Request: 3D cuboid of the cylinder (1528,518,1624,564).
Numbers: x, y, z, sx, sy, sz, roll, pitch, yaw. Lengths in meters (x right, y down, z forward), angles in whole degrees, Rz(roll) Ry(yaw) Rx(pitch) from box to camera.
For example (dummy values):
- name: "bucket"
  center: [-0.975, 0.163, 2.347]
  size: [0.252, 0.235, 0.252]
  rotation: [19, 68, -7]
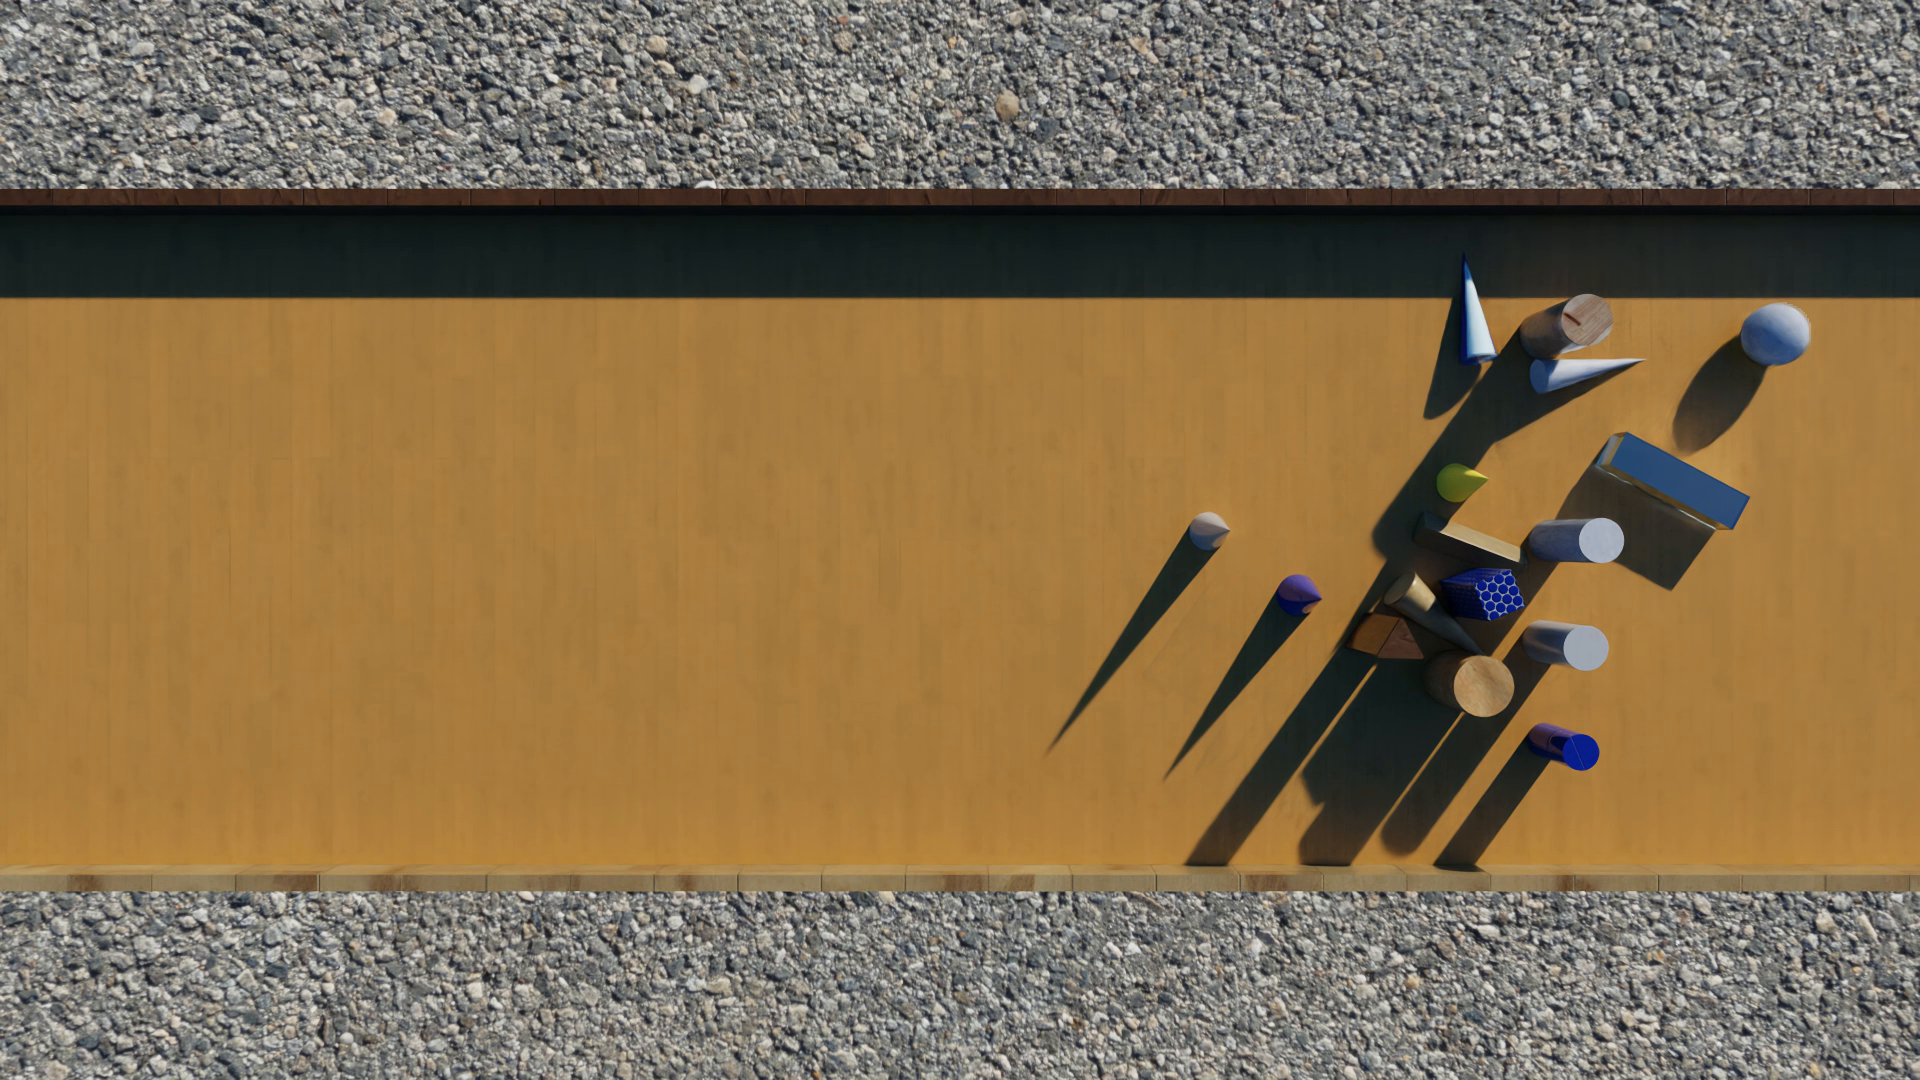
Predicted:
- name: "cylinder"
  center: [1.815, 0.002, 4.871]
  size: [0.128, 0.411, 0.128]
  rotation: [0, 90, 0]

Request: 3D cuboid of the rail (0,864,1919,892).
- name: "rail"
  center: [-2.247, 1.025, 5.001]
  size: [12.000, 0.150, 0.050]
  rotation: [0, 90, 0]

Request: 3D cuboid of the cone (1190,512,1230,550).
- name: "cone"
  center: [0.764, -0.027, 4.869]
  size: [0.118, 0.415, 0.118]
  rotation: [0, 90, 0]

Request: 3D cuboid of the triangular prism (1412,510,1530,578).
- name: "triangular prism"
  center: [1.564, 0.017, 5.032]
  size: [0.338, 0.085, 0.098]
  rotation: [21, 90, 0]

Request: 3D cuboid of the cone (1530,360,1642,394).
- name: "cone"
  center: [1.939, -0.526, 5.050]
  size: [0.361, 0.106, 0.106]
  rotation: [-10, 90, -8]

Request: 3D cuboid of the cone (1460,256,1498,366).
- name: "cone"
  center: [1.566, -0.717, 5.049]
  size: [0.111, 0.111, 0.345]
  rotation: [-5, 80, 0]

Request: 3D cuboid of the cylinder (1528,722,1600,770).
- name: "cylinder"
  center: [1.799, 0.615, 4.926]
  size: [0.106, 0.301, 0.106]
  rotation: [0, 90, 0]

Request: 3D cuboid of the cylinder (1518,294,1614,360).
- name: "cylinder"
  center: [1.792, -0.629, 4.895]
  size: [0.149, 0.363, 0.149]
  rotation: [0, 90, 0]

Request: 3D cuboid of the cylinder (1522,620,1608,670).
- name: "cylinder"
  center: [1.794, 0.310, 4.901]
  size: [0.130, 0.350, 0.130]
  rotation: [0, 90, 0]

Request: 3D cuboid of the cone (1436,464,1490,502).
- name: "cone"
  center: [1.526, -0.176, 4.915]
  size: [0.121, 0.323, 0.121]
  rotation: [0, 90, 0]

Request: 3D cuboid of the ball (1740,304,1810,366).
- name: "ball"
  center: [2.461, -0.619, 4.982]
  size: [0.189, 0.189, 0.189]
  rotation: [0, 90, 0]

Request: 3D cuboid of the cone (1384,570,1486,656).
- name: "cone"
  center: [1.501, 0.278, 5.044]
  size: [0.432, 0.132, 0.132]
  rotation: [39, 90, -9]

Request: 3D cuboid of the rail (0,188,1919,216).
- name: "rail"
  center: [-2.247, -1.025, 5.002]
  size: [12.000, 0.150, 0.050]
  rotation: [0, 90, 0]

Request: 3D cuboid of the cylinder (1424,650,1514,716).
- name: "cylinder"
  center: [1.514, 0.424, 4.921]
  size: [0.175, 0.311, 0.175]
  rotation: [0, 90, 0]

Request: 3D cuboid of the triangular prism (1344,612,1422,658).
- name: "triangular prism"
  center: [1.248, 0.276, 4.870]
  size: [0.128, 0.413, 0.111]
  rotation: [2, 90, 0]

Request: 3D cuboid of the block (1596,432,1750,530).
- name: "block"
  center: [2.167, -0.178, 5.021]
  size: [0.421, 0.112, 0.112]
  rotation: [28, 90, 0]

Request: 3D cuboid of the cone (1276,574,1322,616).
- name: "cone"
  center: [1.040, 0.170, 4.905]
  size: [0.129, 0.343, 0.129]
  rotation: [0, 90, 0]

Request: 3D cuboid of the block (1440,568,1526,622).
- name: "block"
  center: [1.549, 0.159, 4.904]
  size: [0.115, 0.345, 0.115]
  rotation: [-22, 90, 0]
